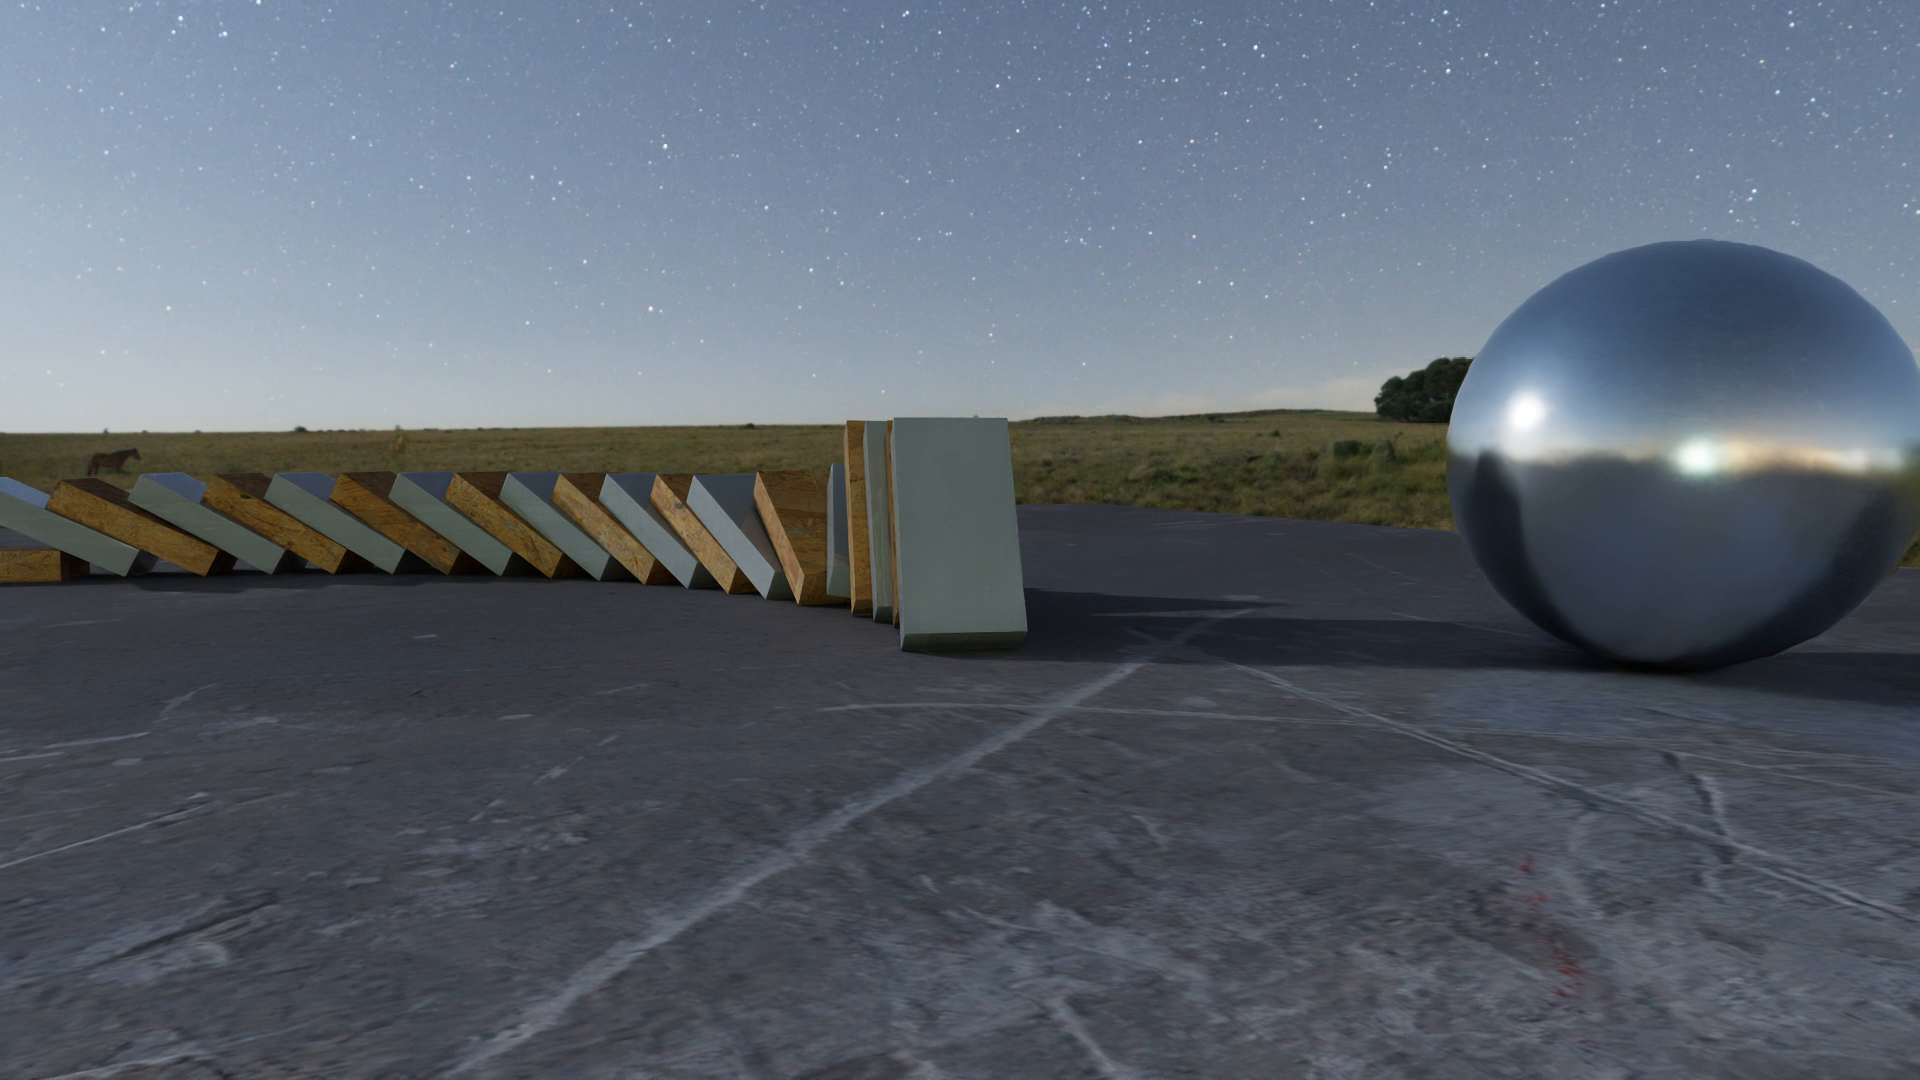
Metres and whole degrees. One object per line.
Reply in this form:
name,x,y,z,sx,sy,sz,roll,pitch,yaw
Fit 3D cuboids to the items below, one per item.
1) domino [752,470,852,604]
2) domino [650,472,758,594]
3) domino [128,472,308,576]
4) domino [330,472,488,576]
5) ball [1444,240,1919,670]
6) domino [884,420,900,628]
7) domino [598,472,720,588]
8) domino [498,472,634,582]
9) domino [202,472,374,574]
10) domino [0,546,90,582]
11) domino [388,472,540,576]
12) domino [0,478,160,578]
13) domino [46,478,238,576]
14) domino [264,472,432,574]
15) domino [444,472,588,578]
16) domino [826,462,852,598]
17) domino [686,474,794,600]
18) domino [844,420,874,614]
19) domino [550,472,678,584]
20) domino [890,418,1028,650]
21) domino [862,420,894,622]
domino,-0.039,-0.002,0.358,0.025,0.010,0.050,-1,36,-25
domino,-0.070,-0.003,0.385,0.025,0.010,0.050,-4,36,-43
domino,-0.243,-0.006,0.425,0.050,0.009,0.025,29,2,-6
domino,-0.182,-0.006,0.430,0.050,0.009,0.025,31,10,9
ball,0.134,-0.016,0.242,0.080,0.080,0.080,0,4,0
domino,-0.004,-0.004,0.305,0.025,0.050,0.009,-1,-25,-8
domino,-0.087,-0.004,0.397,0.050,0.010,0.025,39,26,31
domino,-0.123,-0.005,0.416,0.050,0.009,0.025,35,19,22
domino,-0.223,-0.006,0.430,0.050,0.009,0.025,29,5,1
domino,-0.306,0.008,0.403,0.050,0.009,0.025,-1,4,-17
domino,-0.162,-0.006,0.427,0.050,0.009,0.025,32,13,13
domino,-0.285,-0.004,0.409,0.050,0.010,0.025,27,-4,-15
domino,-0.264,-0.004,0.418,0.050,0.010,0.025,27,-2,-12
domino,-0.203,-0.006,0.430,0.050,0.010,0.025,30,7,3
domino,-0.142,-0.006,0.422,0.050,0.009,0.025,33,16,18
domino,-0.023,-0.002,0.348,0.025,0.009,0.050,9,33,-12
domino,-0.056,-0.002,0.371,0.025,0.009,0.050,-4,36,-41
domino,-0.016,-0.006,0.326,0.025,0.050,0.009,0,-25,-11
domino,-0.104,-0.005,0.407,0.050,0.009,0.025,37,23,27
domino,-0.001,-0.002,0.273,0.025,0.050,0.009,-1,-25,-8
domino,-0.010,-0.005,0.316,0.025,0.050,0.010,-1,-25,-10
